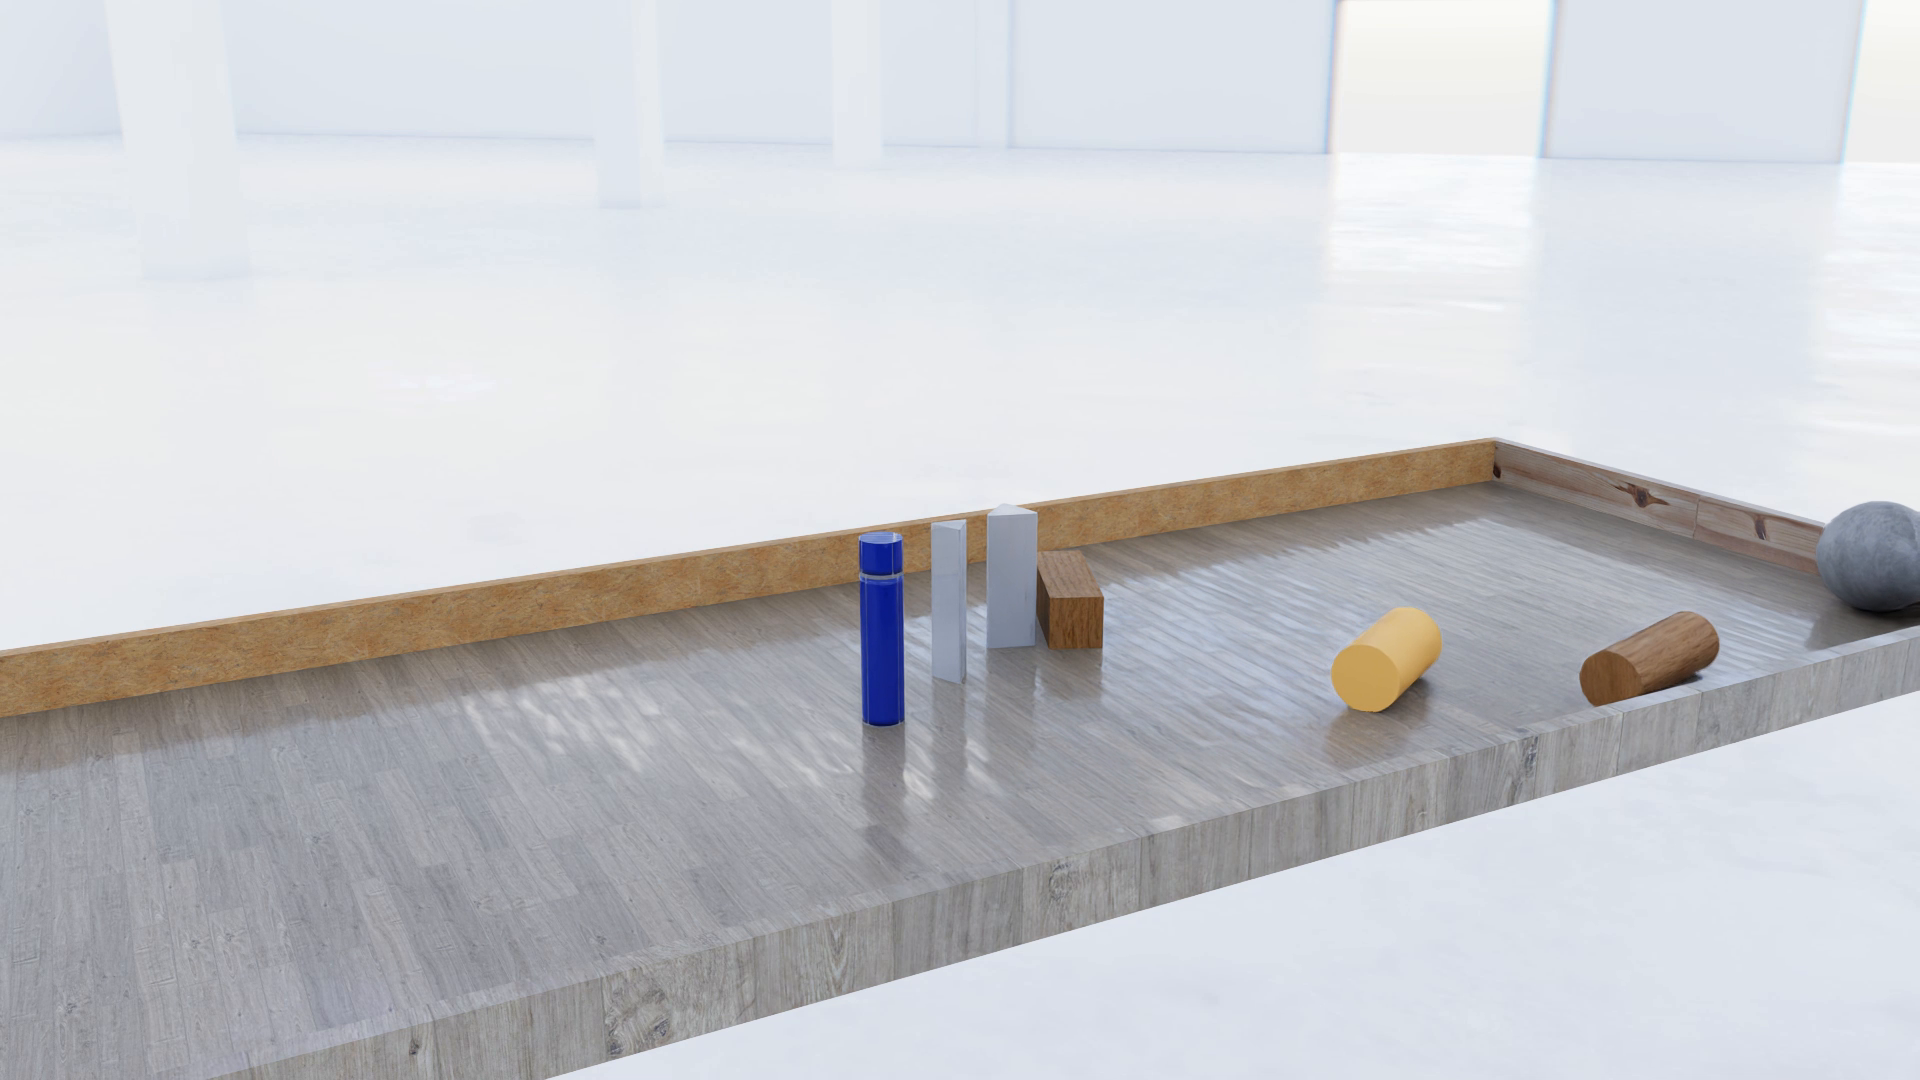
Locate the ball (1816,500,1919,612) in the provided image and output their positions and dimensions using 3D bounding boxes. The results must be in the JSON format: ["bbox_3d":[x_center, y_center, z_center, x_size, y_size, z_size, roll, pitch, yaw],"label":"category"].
[{"bbox_3d":[2.589,0.046,4.643,0.313,0.313,0.313,0,16,0],"label":"ball"}]

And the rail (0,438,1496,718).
[{"bbox_3d":[-3.305,0.497,3.399,12.000,0.150,0.050,-9,18,-27],"label":"rail"}]

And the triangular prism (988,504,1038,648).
[{"bbox_3d":[0.127,0.092,4.393,0.132,0.366,0.114,-3,17,-10],"label":"triangular prism"}]

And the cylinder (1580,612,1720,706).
[{"bbox_3d":[1.705,0.298,4.069,0.431,0.153,0.153,-15,22,-41],"label":"cylinder"}]

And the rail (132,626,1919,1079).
[{"bbox_3d":[-2.336,1.006,1.665,12.000,0.150,0.050,-9,18,-27],"label":"rail"}]

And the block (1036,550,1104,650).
[{"bbox_3d":[0.292,0.160,4.557,0.143,0.143,0.424,-1,16,-4],"label":"block"}]

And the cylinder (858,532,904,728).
[{"bbox_3d":[-0.181,0.210,3.843,0.101,0.450,0.101,0,16,0],"label":"cylinder"}]

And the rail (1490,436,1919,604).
[{"bbox_3d":[2.466,-0.048,5.253,0.050,0.150,2.100,-9,18,-27],"label":"rail"}]

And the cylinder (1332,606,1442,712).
[{"bbox_3d":[1.055,0.291,4.067,0.169,0.169,0.330,10,19,31],"label":"cylinder"}]

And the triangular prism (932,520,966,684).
[{"bbox_3d":[-0.011,0.150,4.130,0.091,0.402,0.079,13,21,38],"label":"triangular prism"}]
